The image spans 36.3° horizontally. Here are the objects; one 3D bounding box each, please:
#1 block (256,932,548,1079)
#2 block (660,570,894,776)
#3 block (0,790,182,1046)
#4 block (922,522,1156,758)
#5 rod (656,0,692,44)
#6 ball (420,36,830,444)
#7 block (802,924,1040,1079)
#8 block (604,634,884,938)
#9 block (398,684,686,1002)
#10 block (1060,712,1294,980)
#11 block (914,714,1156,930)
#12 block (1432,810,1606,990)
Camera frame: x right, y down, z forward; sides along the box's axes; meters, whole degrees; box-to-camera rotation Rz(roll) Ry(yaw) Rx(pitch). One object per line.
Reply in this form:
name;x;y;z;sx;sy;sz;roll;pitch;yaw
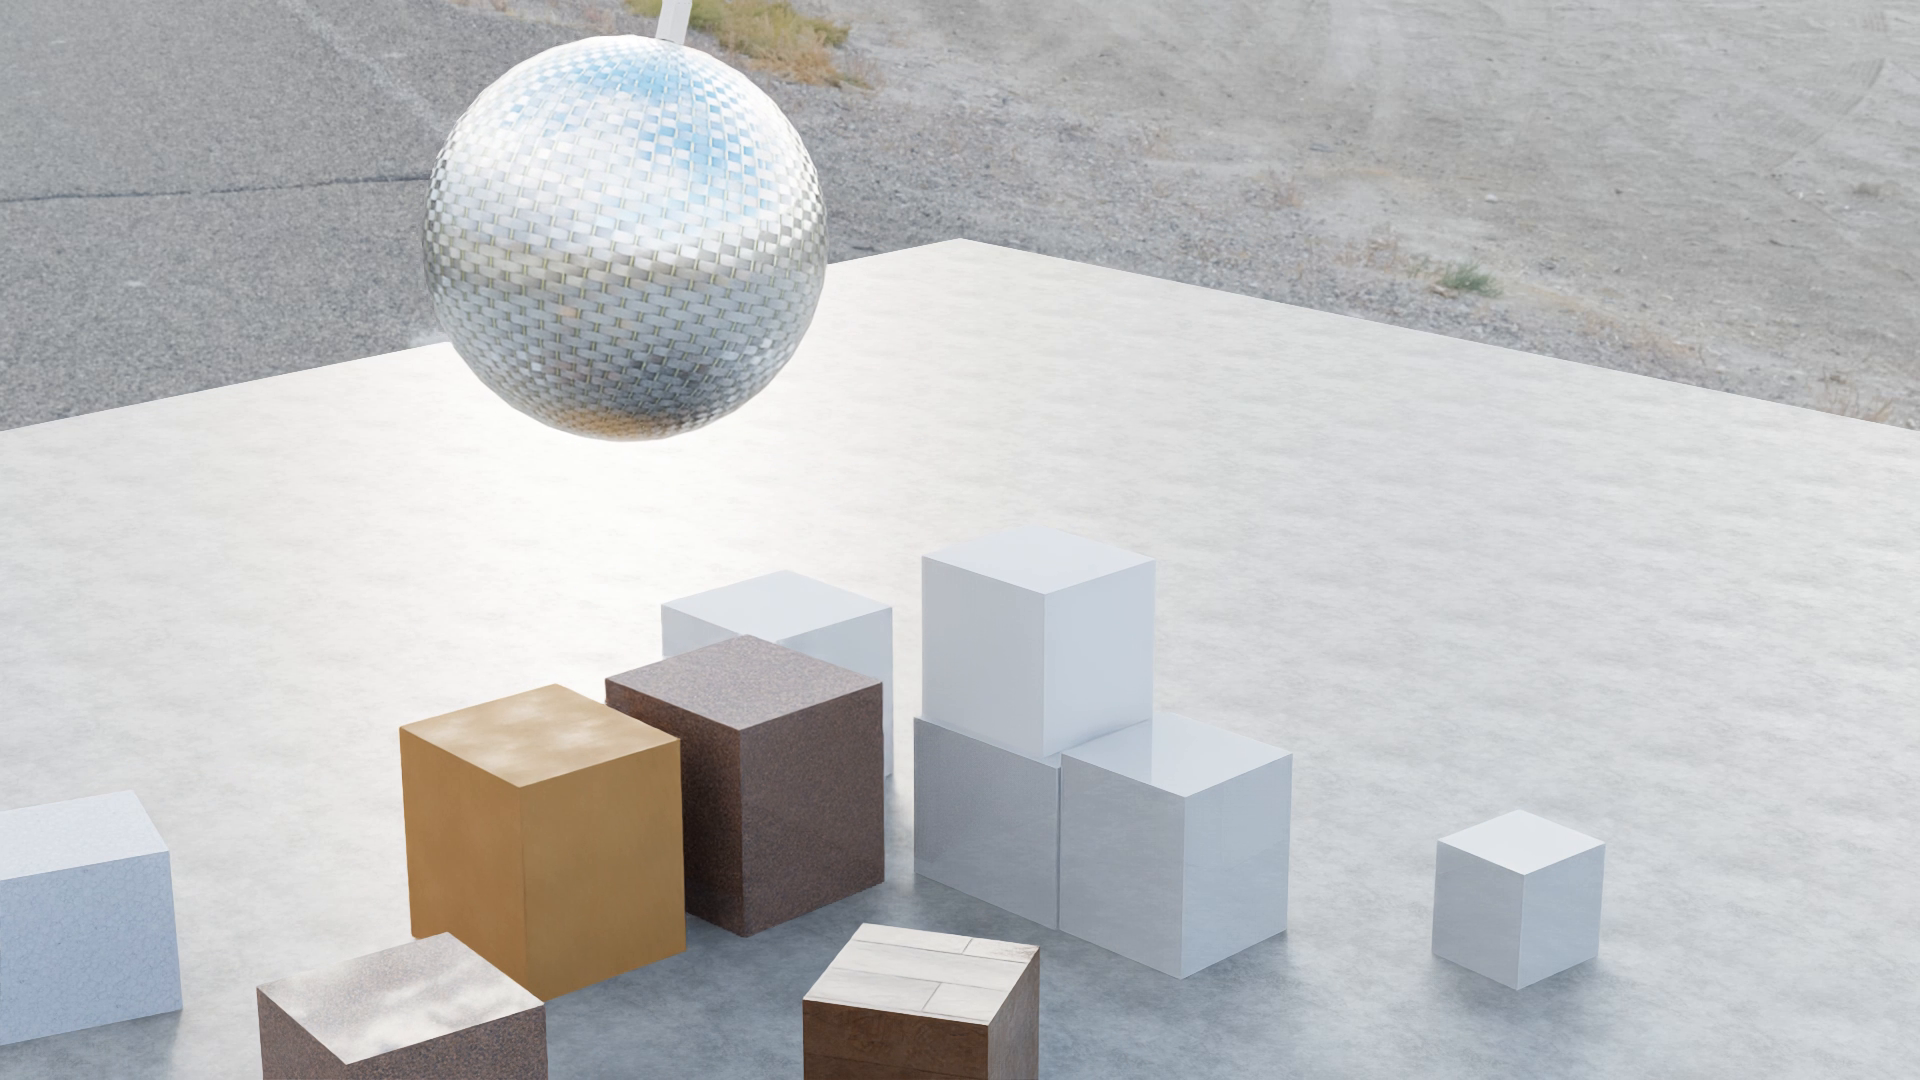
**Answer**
block;-2.051;1.996;10.834;0.783;0.694;0.766;-13;21;-35
block;-0.902;0.738;14.531;0.803;0.878;0.815;-16;23;-41
block;-3.738;1.560;12.194;0.792;0.712;0.729;-8;19;-25
block;0.350;0.434;13.169;0.710;0.750;0.767;-16;24;-42
rod;-0.571;-4.491;11.331;0.080;5.200;0.080;17;6;42
ball;-1.318;-1.184;11.588;1.600;1.600;1.600;0;17;0
block;-0.136;1.937;11.046;0.710;0.680;0.688;5;18;16
block;-0.968;1.090;13.251;0.918;0.974;0.847;17;24;42
block;-1.792;1.288;12.607;0.808;0.983;0.921;-15;23;-39
block;0.936;1.315;12.773;0.710;0.832;0.705;-17;24;-42
block;0.377;1.174;13.336;0.778;0.763;0.887;-17;24;-42
block;2.394;1.535;12.581;0.533;0.527;0.478;-14;22;-37
